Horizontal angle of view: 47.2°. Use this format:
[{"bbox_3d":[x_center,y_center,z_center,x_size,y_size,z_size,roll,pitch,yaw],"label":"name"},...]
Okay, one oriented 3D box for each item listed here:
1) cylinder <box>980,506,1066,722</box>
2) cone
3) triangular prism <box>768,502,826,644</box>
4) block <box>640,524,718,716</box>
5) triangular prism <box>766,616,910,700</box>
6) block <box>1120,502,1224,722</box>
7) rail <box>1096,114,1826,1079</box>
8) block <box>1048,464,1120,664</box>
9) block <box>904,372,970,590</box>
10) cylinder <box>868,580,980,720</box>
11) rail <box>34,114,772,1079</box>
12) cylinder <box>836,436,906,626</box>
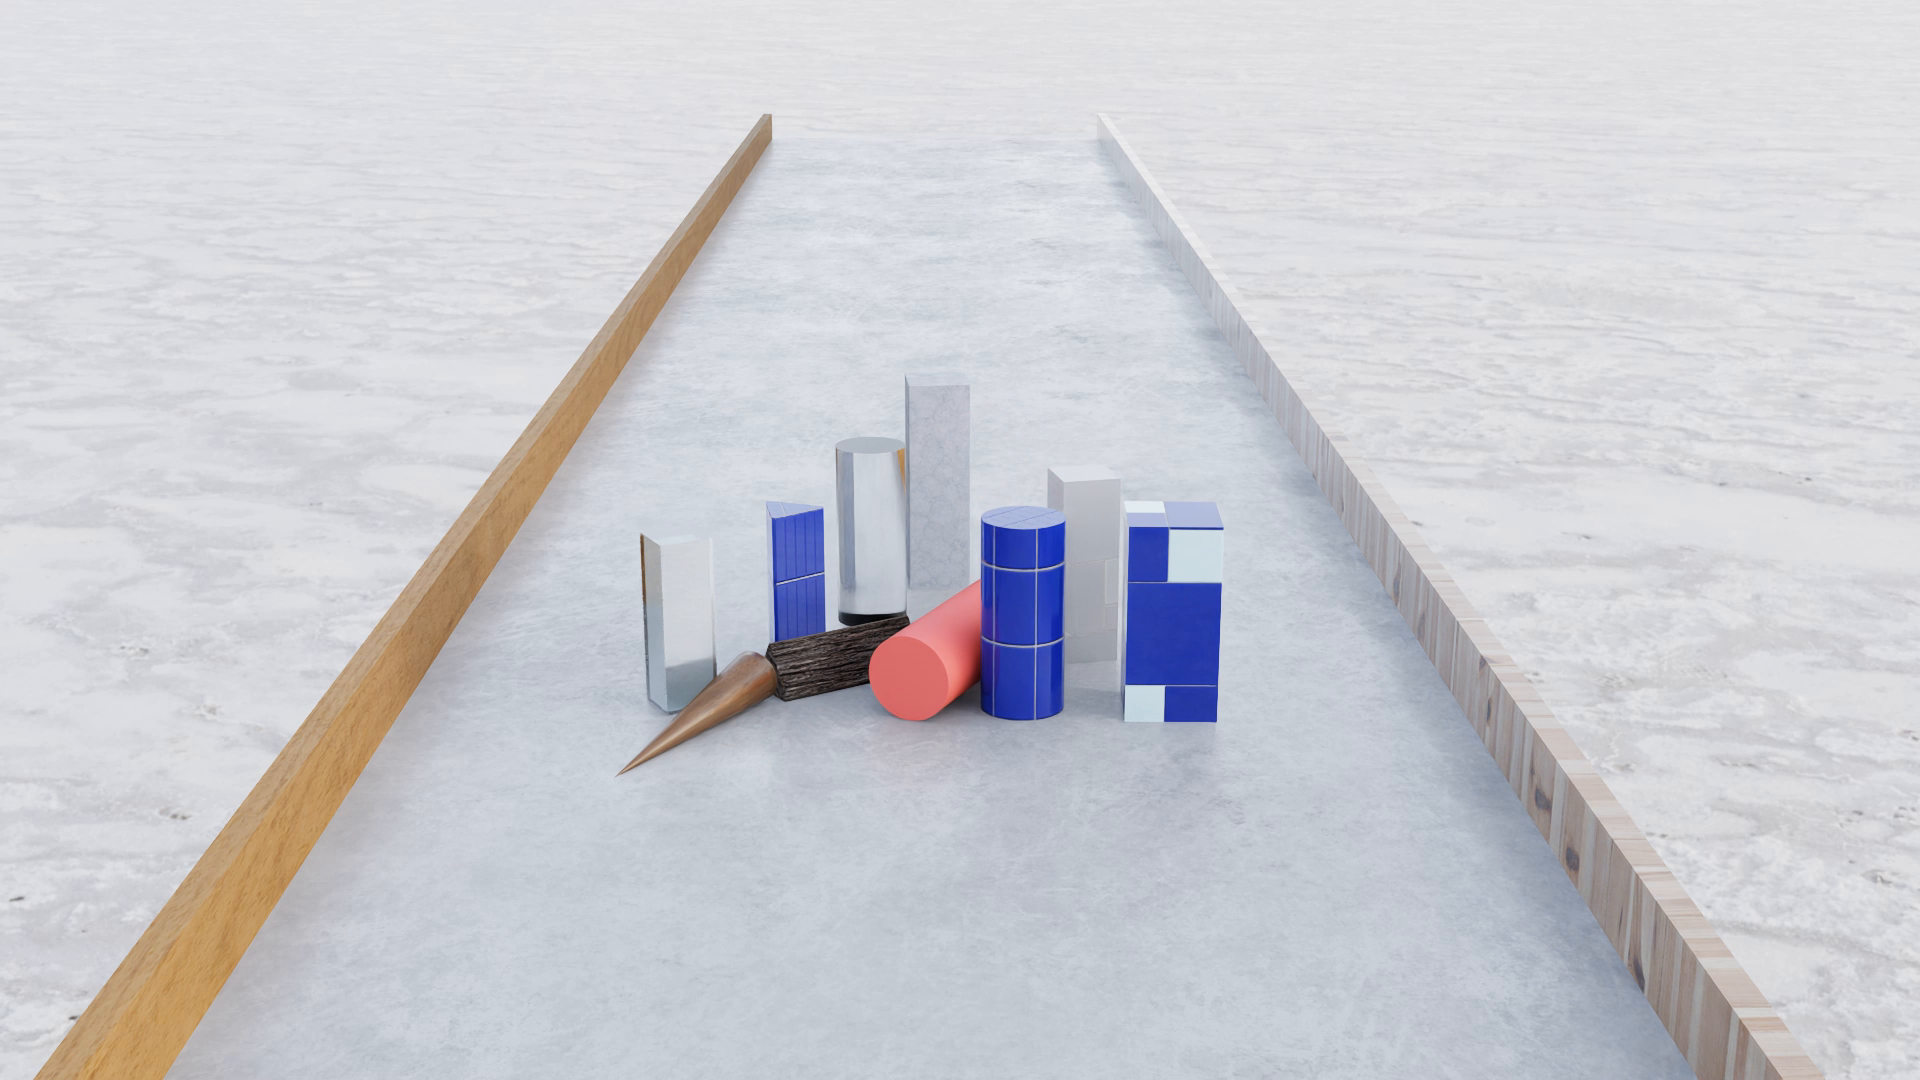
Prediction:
[{"bbox_3d":[0.118,0.137,4.114,0.158,0.372,0.158,0,16,0],"label":"cylinder"},{"bbox_3d":[-0.497,0.336,4.009,0.101,0.101,0.442,9,25,28],"label":"cone"},{"bbox_3d":[-0.352,0.082,4.410,0.123,0.309,0.107,-14,21,-38],"label":"triangular prism"},{"bbox_3d":[-0.529,0.150,4.139,0.103,0.332,0.103,-9,19,-28],"label":"block"},{"bbox_3d":[-0.234,0.221,4.299,0.311,0.099,0.114,-11,19,-32],"label":"triangular prism"},{"bbox_3d":[0.394,0.133,4.118,0.172,0.378,0.172,0,17,1],"label":"block"},{"bbox_3d":[0.932,-0.844,7.801,0.050,0.150,12.000,0,17,-1],"label":"rail"},{"bbox_3d":[0.245,0.048,4.403,0.116,0.377,0.116,-4,17,-13],"label":"block"},{"bbox_3d":[-0.050,-0.131,4.861,0.132,0.460,0.132,-2,17,-5],"label":"block"},{"bbox_3d":[-0.002,0.200,4.265,0.165,0.165,0.441,8,18,24],"label":"cylinder"},{"bbox_3d":[-1.118,-0.838,7.780,0.050,0.150,12.000,0,17,-1],"label":"rail"},{"bbox_3d":[-0.186,-0.016,4.617,0.147,0.378,0.147,0,17,0],"label":"cylinder"}]
